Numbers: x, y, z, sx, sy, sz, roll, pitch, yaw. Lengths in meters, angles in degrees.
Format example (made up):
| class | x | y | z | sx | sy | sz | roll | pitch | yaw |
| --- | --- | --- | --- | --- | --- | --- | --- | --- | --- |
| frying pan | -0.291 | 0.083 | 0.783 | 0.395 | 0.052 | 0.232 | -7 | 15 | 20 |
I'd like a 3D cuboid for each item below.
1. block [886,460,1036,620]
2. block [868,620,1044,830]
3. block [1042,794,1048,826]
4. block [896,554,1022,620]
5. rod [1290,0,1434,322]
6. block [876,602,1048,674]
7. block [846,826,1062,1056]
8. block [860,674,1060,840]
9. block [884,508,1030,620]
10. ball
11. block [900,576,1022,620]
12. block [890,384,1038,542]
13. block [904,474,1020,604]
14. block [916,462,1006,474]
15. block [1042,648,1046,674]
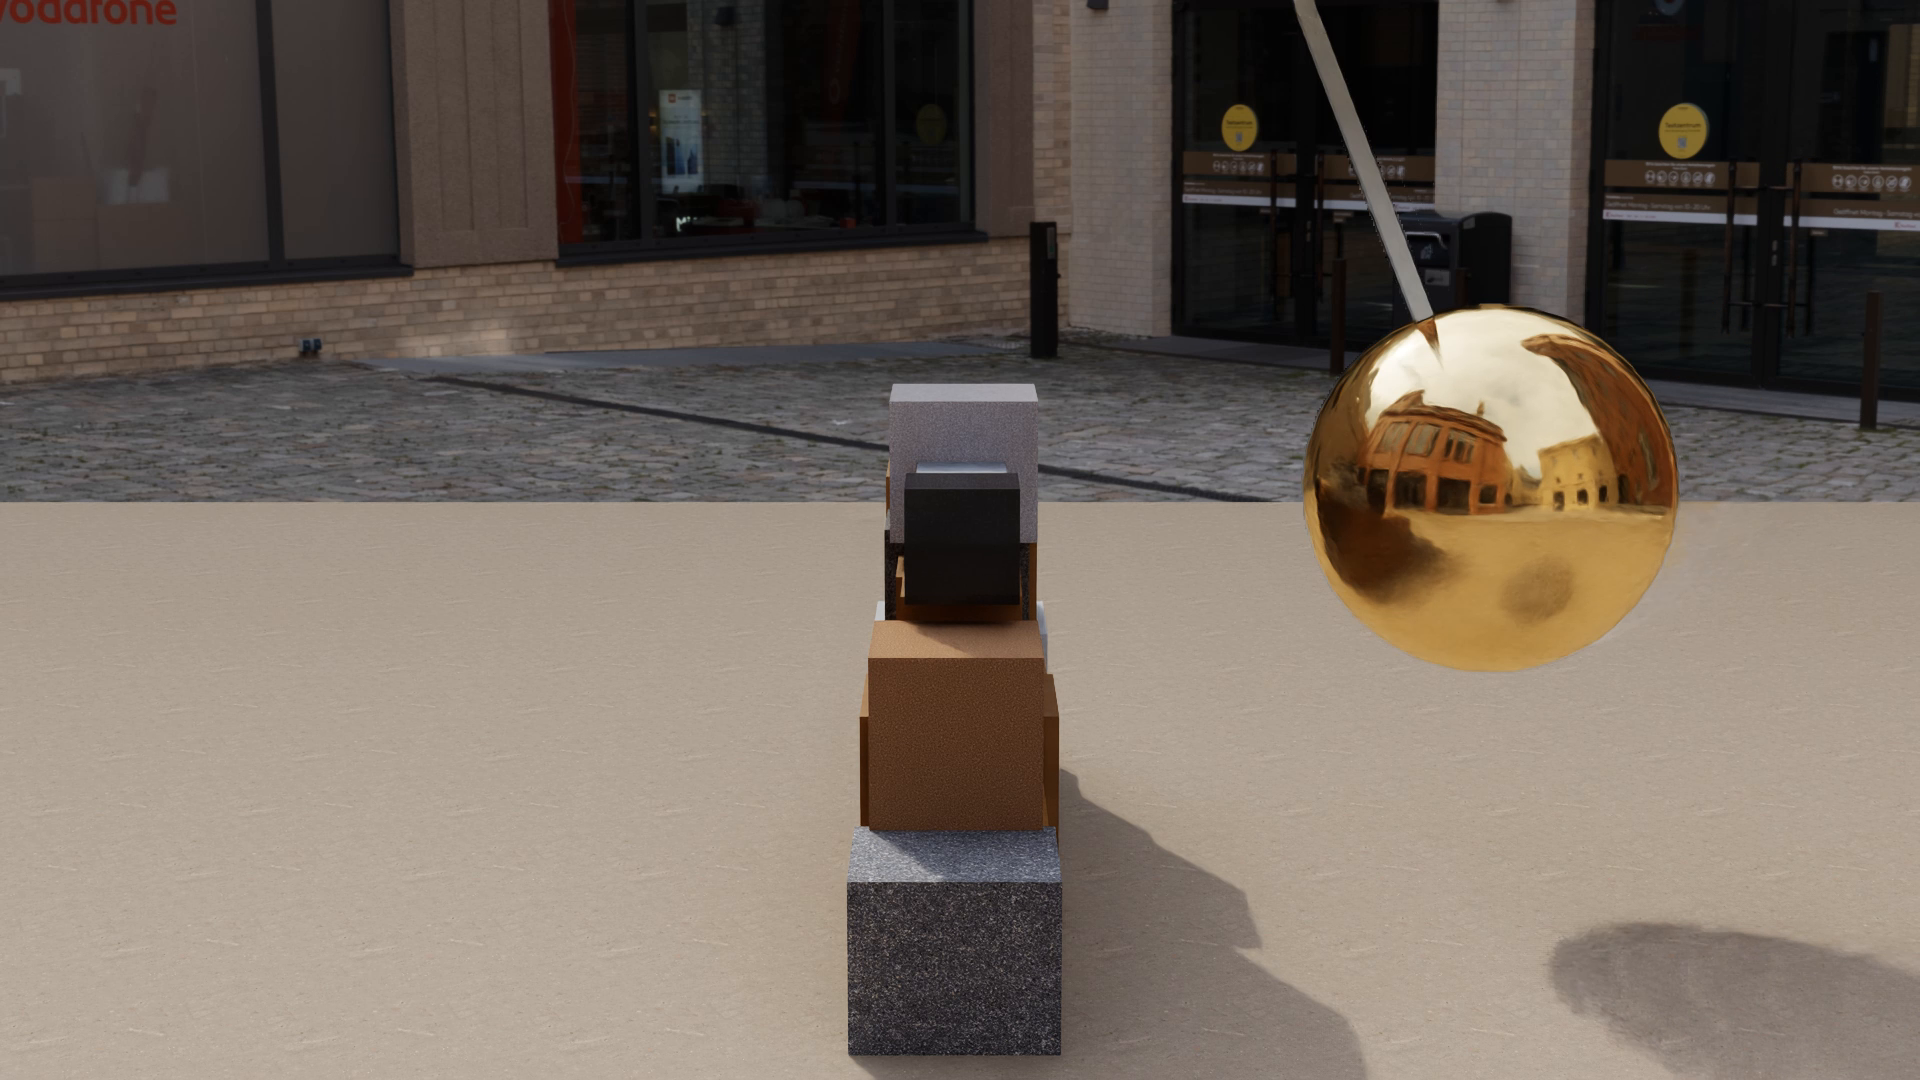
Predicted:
| class | x | y | z | sx | sy | sz | roll | pitch | yaw |
| --- | --- | --- | --- | --- | --- | --- | --- | --- | --- |
| block | 0.008 | 0.008 | 12.377 | 0.704 | 0.753 | 0.754 | 0 | 10 | 0 |
| block | -0.015 | 0.718 | 10.123 | 0.664 | 0.672 | 0.755 | 0 | 9 | 0 |
| block | 0.008 | 1.375 | 10.297 | 0.676 | 0.610 | 0.750 | 0 | 10 | 0 |
| block | -0.007 | 0.357 | 11.188 | 0.531 | 0.508 | 0.549 | 0 | 10 | 0 |
| rod | 0.994 | -3.315 | 10.578 | 0.080 | 5.200 | 0.080 | -22 | 10 | 4 |
| block | 0.001 | 0.818 | 12.546 | 0.825 | 0.901 | 0.767 | 0 | 10 | 0 |
| block | -0.020 | 1.484 | 9.576 | 0.771 | 0.654 | 0.689 | 0 | 10 | 0 |
| block | -0.002 | 1.099 | 11.026 | 0.823 | 0.893 | 0.764 | 0 | 10 | 0 |
| block | -0.014 | 0.212 | 11.736 | 0.644 | 0.626 | 0.562 | 0 | 10 | 0 |
| ball | 2.295 | -0.224 | 11.140 | 1.600 | 1.600 | 1.600 | 0 | 10 | 0 |
| block | 0.006 | 0.444 | 10.692 | 0.496 | 0.515 | 0.446 | 0 | 10 | 0 |
| block | 0.016 | -0.347 | 11.346 | 0.638 | 0.615 | 0.627 | 0 | 10 | 0 |
| block | 0.009 | -0.009 | 10.433 | 0.460 | 0.468 | 0.421 | 0 | 10 | 0 |
| block | 0.007 | -0.079 | 10.860 | 0.377 | 0.454 | 0.419 | 0 | 10 | 0 |
| block | 0.006 | 0.968 | 11.787 | 0.756 | 0.879 | 0.760 | 0 | 10 | 0 |
